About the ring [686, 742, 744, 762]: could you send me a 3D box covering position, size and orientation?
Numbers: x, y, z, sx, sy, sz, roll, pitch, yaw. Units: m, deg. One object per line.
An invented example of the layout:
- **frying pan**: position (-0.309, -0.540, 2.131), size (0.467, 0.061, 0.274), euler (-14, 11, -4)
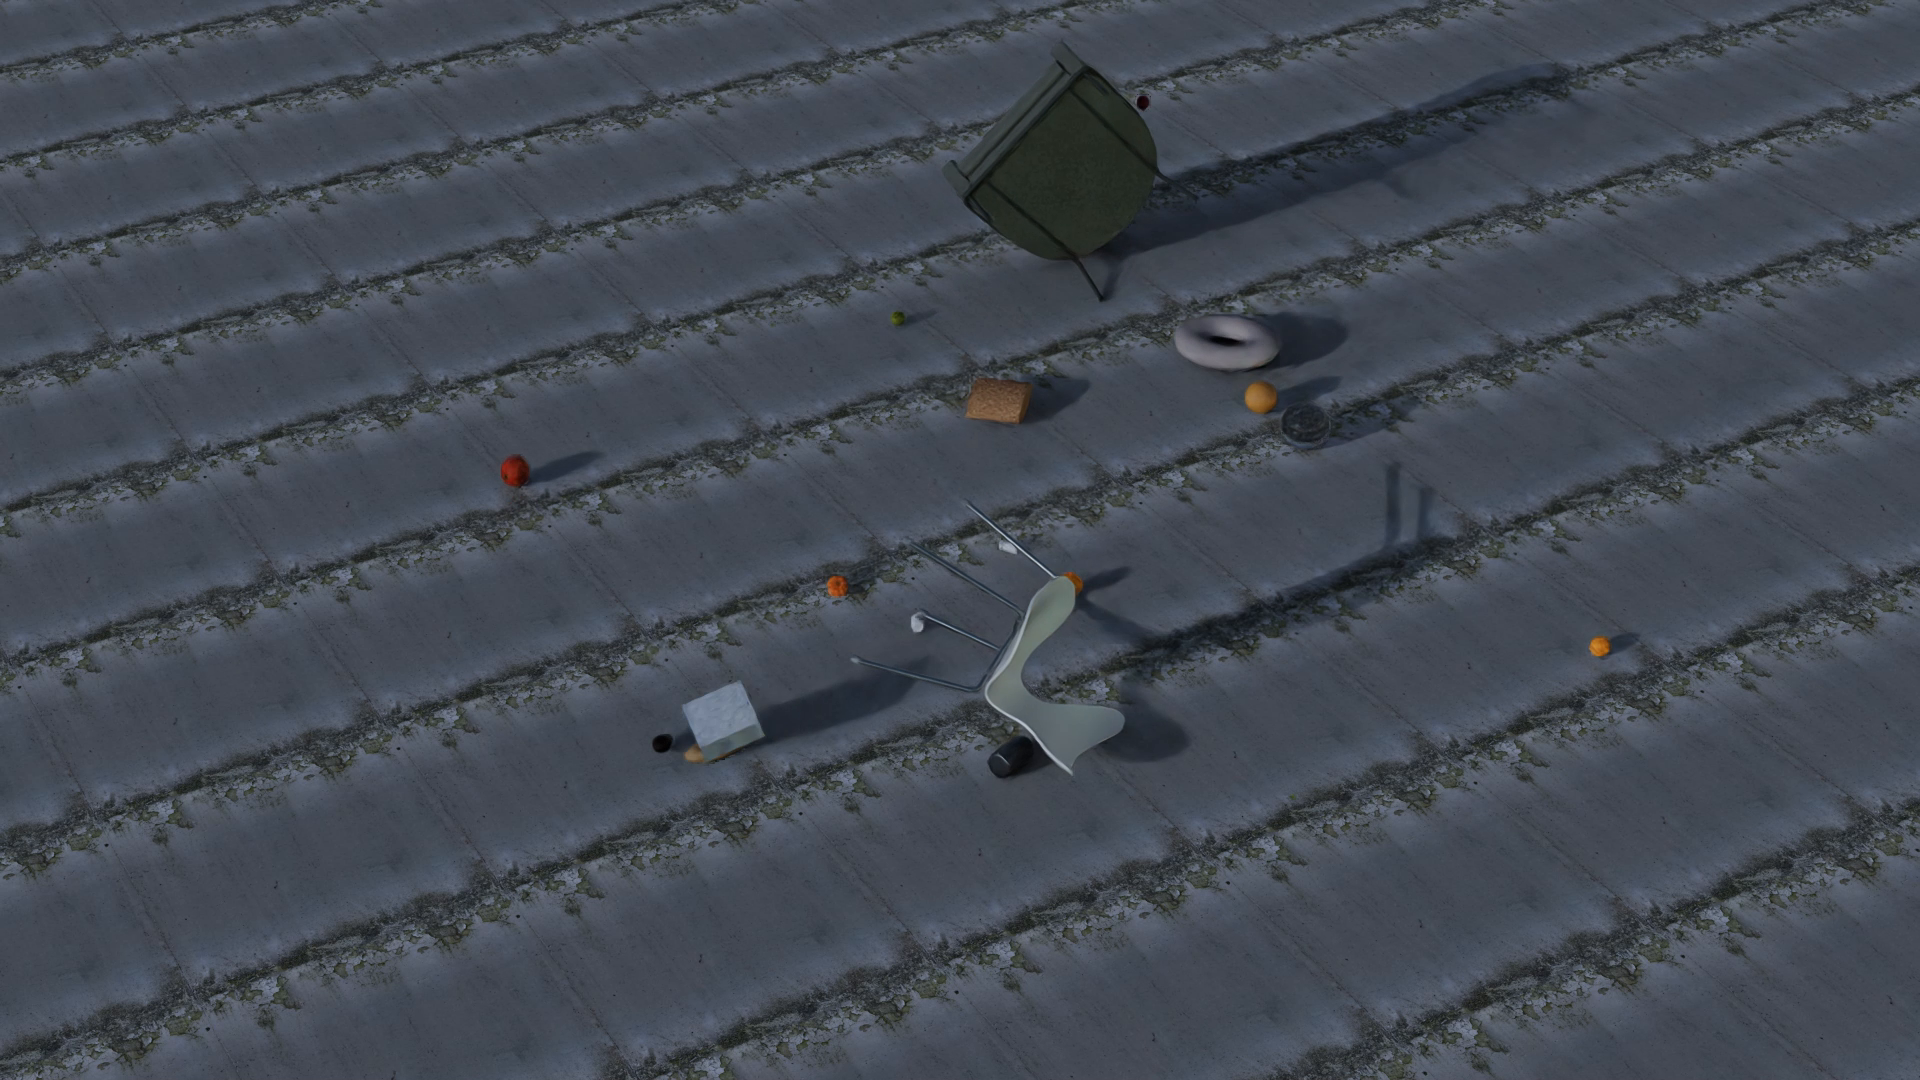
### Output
- **ring**: position (-0.818, 0.697, 9.844), size (0.221, 0.045, 0.089), euler (-16, 41, -21)

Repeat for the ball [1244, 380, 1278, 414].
- **ball**: position (1.200, -0.569, 11.688), size (0.133, 0.133, 0.133), euler (0, 33, 0)

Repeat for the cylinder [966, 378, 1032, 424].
- **cylinder**: position (0.156, -0.556, 11.693), size (0.217, 0.094, 0.235), euler (7, 43, 12)

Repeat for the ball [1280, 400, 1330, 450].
- **ball**: position (1.348, -0.447, 11.448), size (0.193, 0.193, 0.193), euler (0, 33, 0)

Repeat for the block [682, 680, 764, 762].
- **block**: position (-0.790, 0.603, 9.776), size (0.213, 0.112, 0.173), euler (-24, 61, -6)

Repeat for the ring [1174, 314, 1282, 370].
- **ring**: position (1.097, -0.812, 12.052), size (0.490, 0.092, 0.354), euler (20, 43, 39)
